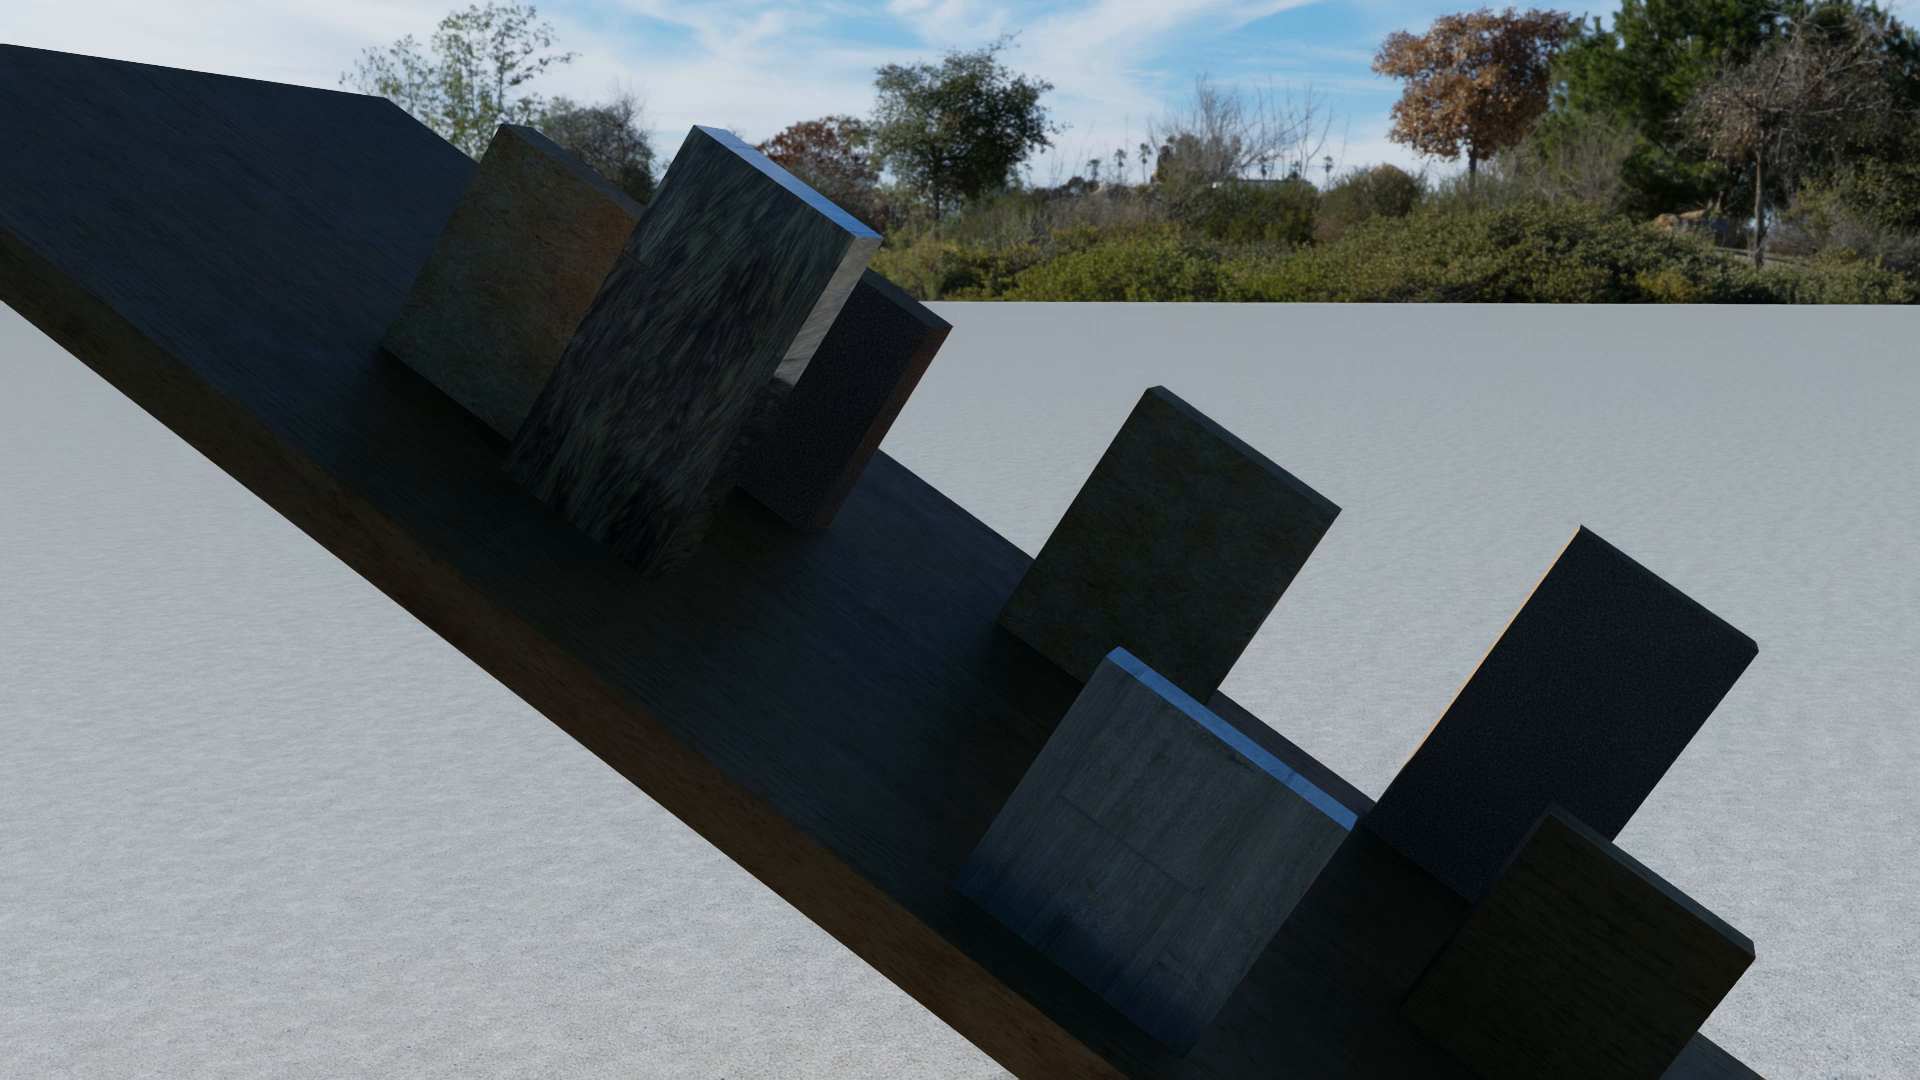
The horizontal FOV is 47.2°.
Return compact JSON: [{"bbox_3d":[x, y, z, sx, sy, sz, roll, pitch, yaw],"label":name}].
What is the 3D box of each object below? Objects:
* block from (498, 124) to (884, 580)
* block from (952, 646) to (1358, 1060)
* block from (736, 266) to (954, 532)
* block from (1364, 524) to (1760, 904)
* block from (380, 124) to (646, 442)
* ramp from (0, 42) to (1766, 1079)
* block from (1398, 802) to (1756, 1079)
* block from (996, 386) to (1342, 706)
[{"bbox_3d":[-0.446,-0.304,3.607,0.326,0.664,0.134,36,15,10],"label":"block"},{"bbox_3d":[0.276,0.449,3.174,0.417,0.420,0.090,36,15,10],"label":"block"},{"bbox_3d":[-0.270,-0.295,4.295,0.280,0.476,0.141,36,15,10],"label":"block"},{"bbox_3d":[1.244,0.407,4.585,0.423,0.768,0.126,36,15,10],"label":"block"},{"bbox_3d":[-0.757,-0.442,3.822,0.314,0.452,0.111,36,15,10],"label":"block"},{"bbox_3d":[-0.127,0.214,4.100,4.000,0.100,2.000,36,15,10],"label":"ramp"},{"bbox_3d":[1.045,0.746,3.747,0.400,0.443,0.097,36,15,10],"label":"block"},{"bbox_3d":[0.416,0.051,4.419,0.441,0.567,0.136,36,15,10],"label":"block"}]
